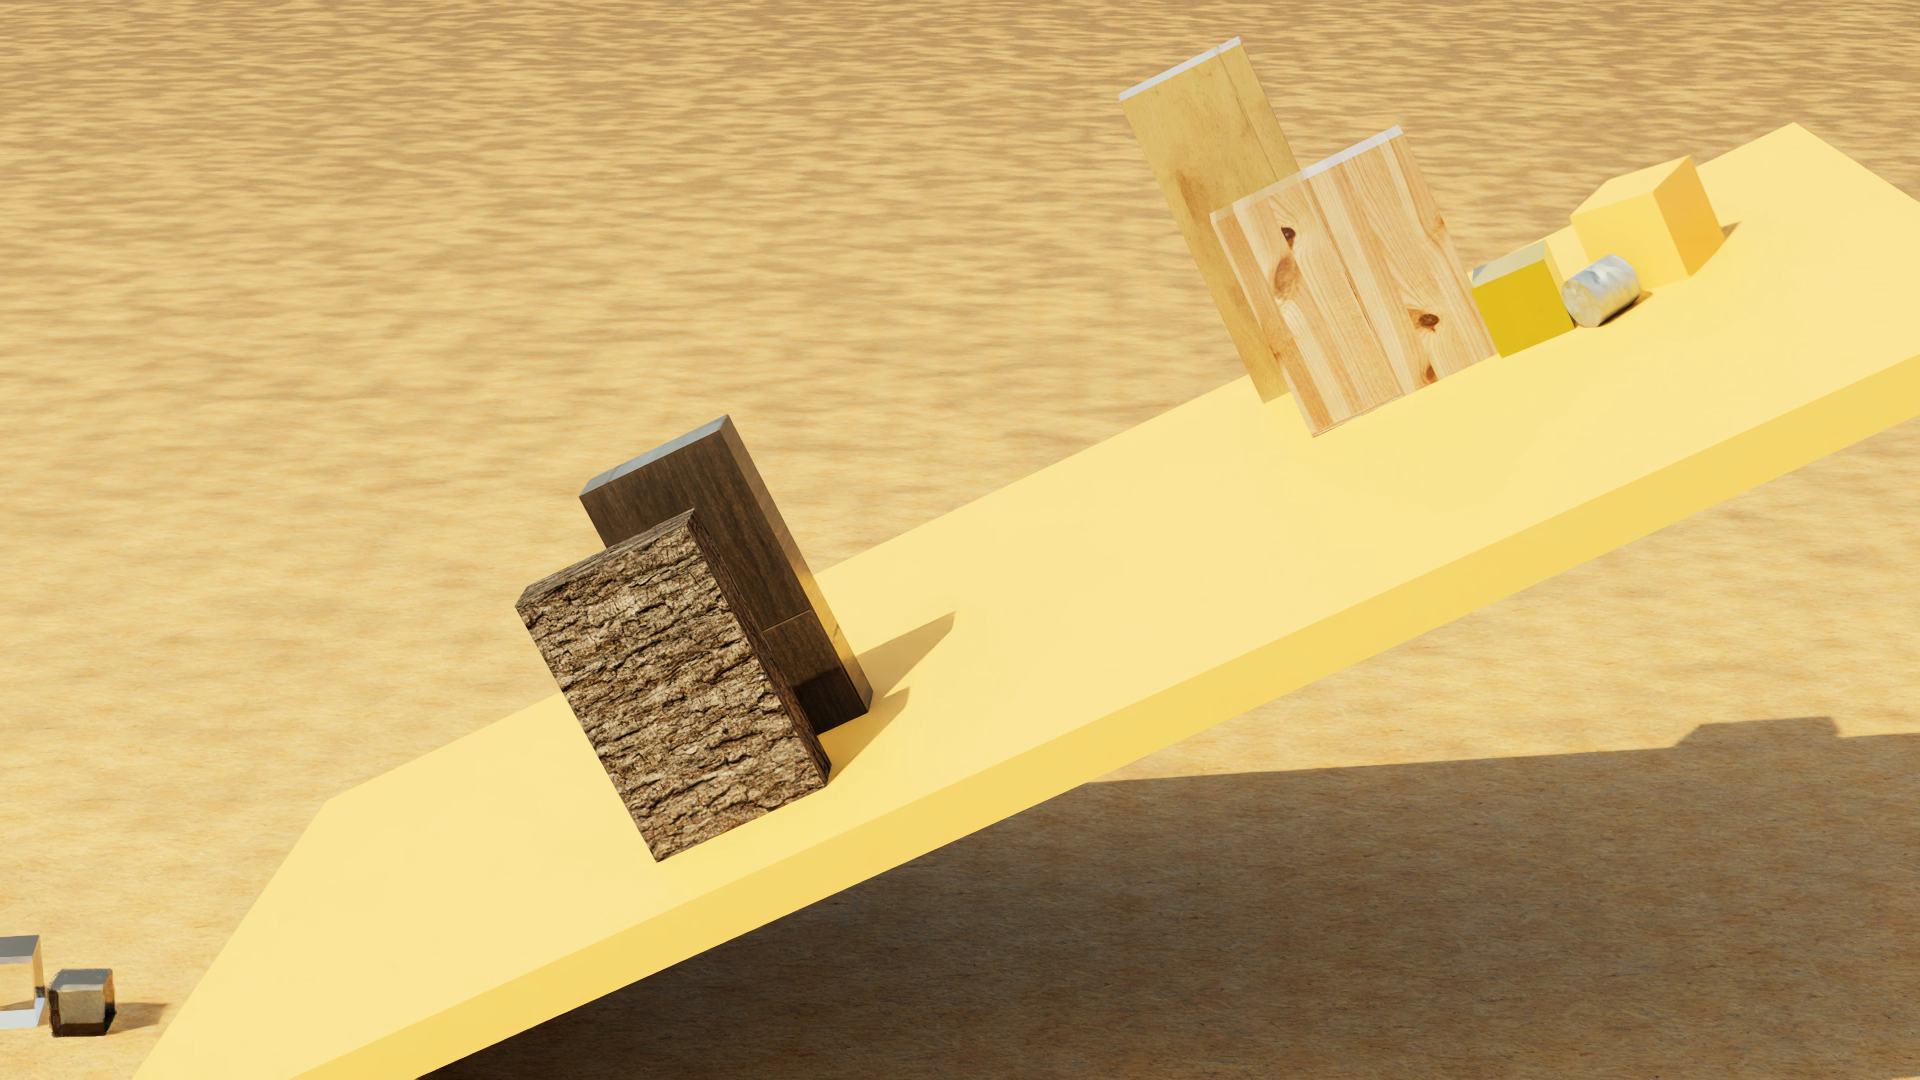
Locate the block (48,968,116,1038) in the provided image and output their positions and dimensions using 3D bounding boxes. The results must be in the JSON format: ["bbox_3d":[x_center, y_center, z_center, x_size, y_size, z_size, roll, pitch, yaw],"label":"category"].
[{"bbox_3d":[-1.934,1.019,6.481,0.112,0.112,0.112,-1,16,-3],"label":"block"}]

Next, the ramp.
[{"bbox_3d":[0.138,0.168,6.281,4.000,0.100,2.000,-25,14,10],"label":"ramp"}]

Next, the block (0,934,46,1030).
[{"bbox_3d":[-2.127,0.983,6.530,0.154,0.154,0.154,-3,16,-9],"label":"block"}]

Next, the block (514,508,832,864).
[{"bbox_3d":[-0.550,0.283,5.688,0.370,0.581,0.129,-25,14,10],"label":"block"}]

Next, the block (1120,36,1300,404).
[{"bbox_3d":[0.668,-0.731,6.751,0.300,0.775,0.141,-25,14,10],"label":"block"}]

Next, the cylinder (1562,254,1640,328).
[{"bbox_3d":[1.331,-0.517,6.110,0.114,0.114,0.114,-32,28,-20],"label":"cylinder"}]

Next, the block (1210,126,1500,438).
[{"bbox_3d":[0.845,-0.551,6.292,0.440,0.517,0.124,-25,14,10],"label":"block"}]

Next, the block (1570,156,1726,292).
[{"bbox_3d":[1.454,-0.658,6.214,0.201,0.201,0.201,-14,19,43],"label":"block"}]

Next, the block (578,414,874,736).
[{"bbox_3d":[-0.473,0.114,6.010,0.321,0.659,0.134,-25,14,10],"label":"block"}]

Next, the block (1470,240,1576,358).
[{"bbox_3d":[1.196,-0.512,6.237,0.165,0.165,0.165,-22,14,19],"label":"block"}]
